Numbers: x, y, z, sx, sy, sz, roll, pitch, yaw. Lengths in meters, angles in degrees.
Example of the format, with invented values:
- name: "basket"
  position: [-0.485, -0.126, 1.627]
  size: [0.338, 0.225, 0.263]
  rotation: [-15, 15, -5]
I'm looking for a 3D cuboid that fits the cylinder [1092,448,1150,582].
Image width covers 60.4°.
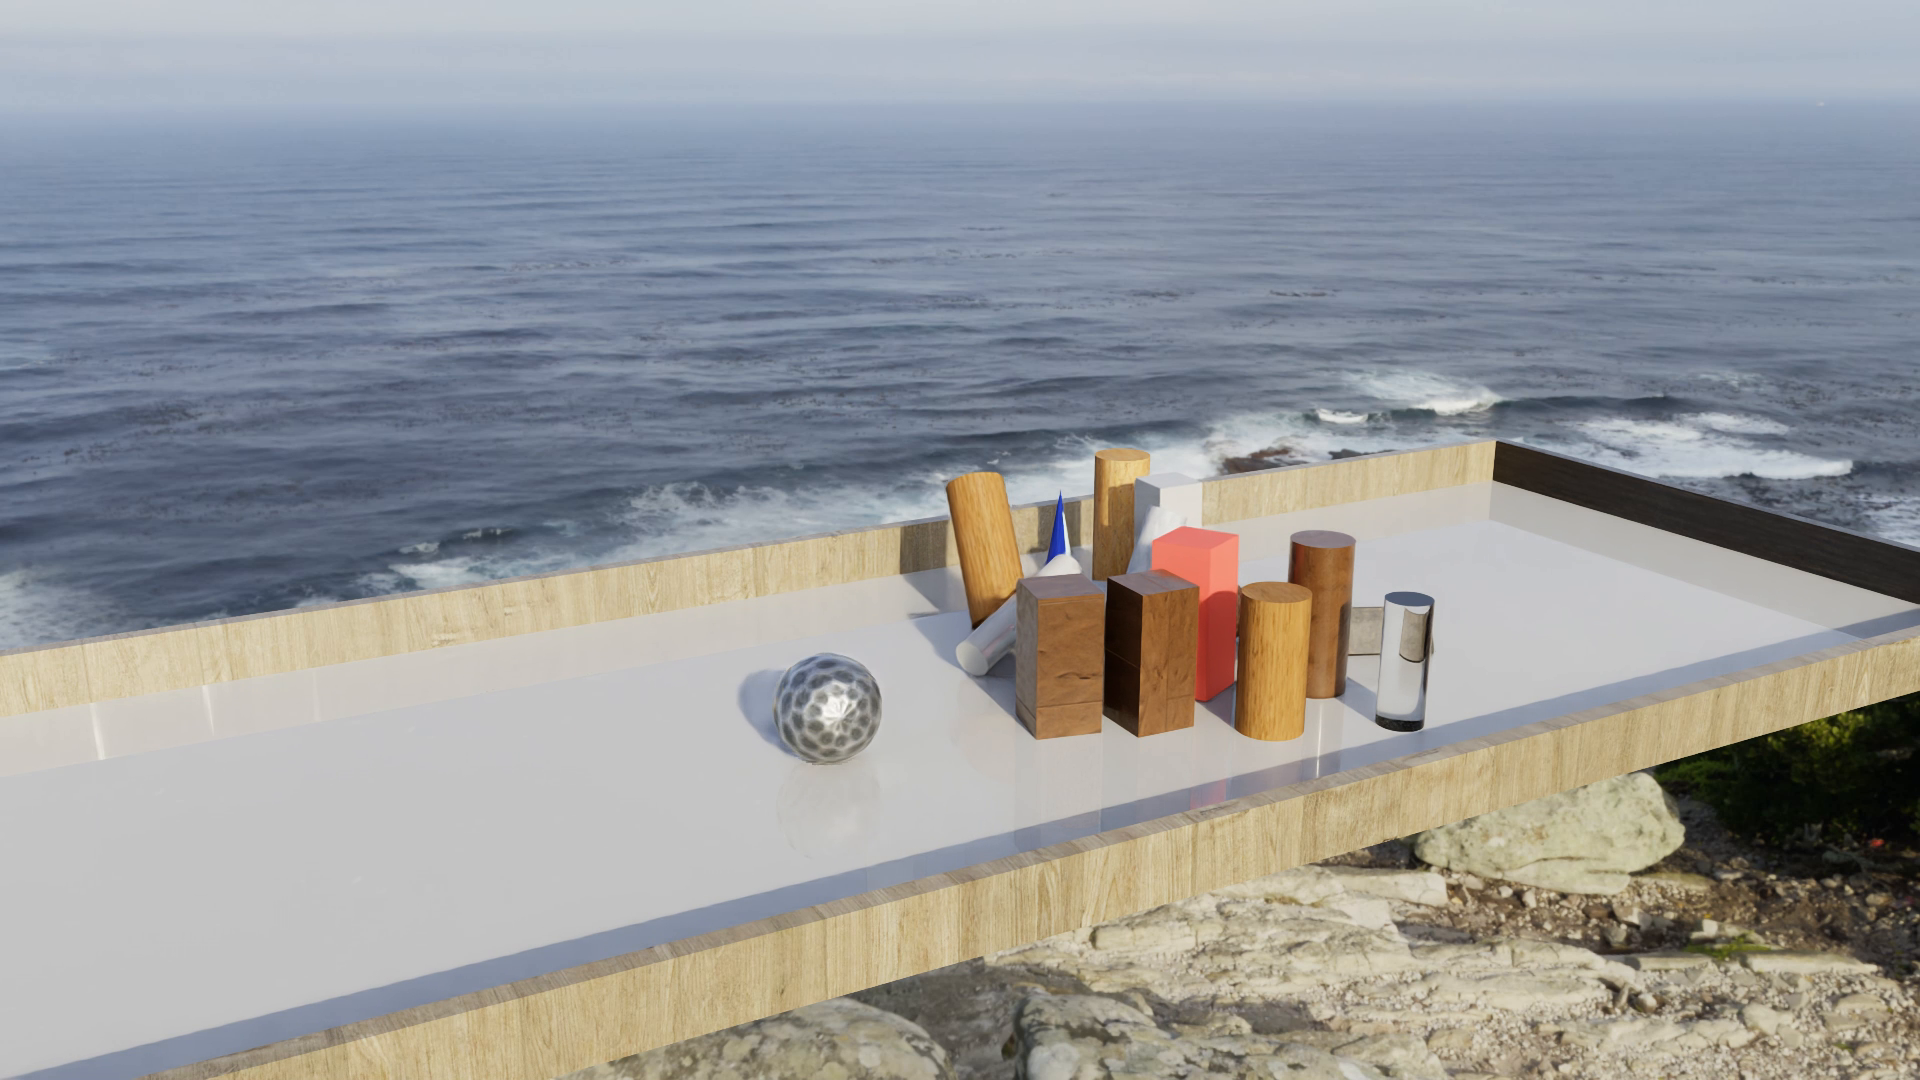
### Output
- name: "cylinder"
  position: [0.469, -0.052, 4.815]
  size: [0.159, 0.404, 0.159]
  rotation: [0, 16, 0]

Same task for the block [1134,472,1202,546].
- name: "block"
  position: [0.574, 0.023, 4.574]
  size: [0.133, 0.392, 0.133]
  rotation: [-9, 19, -23]

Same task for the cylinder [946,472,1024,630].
- name: "cylinder"
  position: [0.077, 0.033, 4.499]
  size: [0.163, 0.408, 0.163]
  rotation: [-10, -21, -4]

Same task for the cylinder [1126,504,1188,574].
- name: "cylinder"
  position: [0.500, 0.090, 4.398]
  size: [0.110, 0.352, 0.110]
  rotation: [18, 1, 0]

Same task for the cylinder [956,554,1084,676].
- name: "cylinder"
  position: [0.160, 0.191, 4.301]
  size: [0.100, 0.100, 0.443]
  rotation: [13, 38, 36]

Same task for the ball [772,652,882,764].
- name: "ball"
  position: [-0.293, 0.372, 3.656]
  size: [0.244, 0.244, 0.244]
  rotation: [0, 16, 0]

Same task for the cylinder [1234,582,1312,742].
- name: "cylinder"
  position: [0.723, 0.279, 3.812]
  size: [0.160, 0.334, 0.160]
  rotation: [0, 16, 0]

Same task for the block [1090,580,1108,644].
- name: "block"
  position: [0.322, 0.227, 4.379]
  size: [0.115, 0.115, 0.438]
  rotation: [5, 17, 16]

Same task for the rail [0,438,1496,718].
- name: "rail"
  position: [-3.305, 0.497, 3.399]
  size: [12.000, 0.150, 0.050]
  rotation: [-9, 18, -27]

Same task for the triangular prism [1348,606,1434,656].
- name: "triangular prism"
  position: [1.029, 0.230, 4.365]
  size: [0.425, 0.110, 0.127]
  rotation: [-1, 17, -4]

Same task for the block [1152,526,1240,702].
- name: "block"
  position: [0.576, 0.179, 4.057]
  size: [0.155, 0.385, 0.155]
  rotation: [10, 19, 33]

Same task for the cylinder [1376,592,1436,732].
- name: "cylinder"
  position: [1.037, 0.283, 3.845]
  size: [0.113, 0.308, 0.113]
  rotation: [0, 16, 0]

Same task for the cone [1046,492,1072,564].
- name: "cone"
  position: [0.279, 0.029, 4.632]
  size: [0.122, 0.352, 0.122]
  rotation: [0, 16, 0]

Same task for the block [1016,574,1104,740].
- name: "block"
  position: [0.230, 0.269, 3.836]
  size: [0.159, 0.340, 0.159]
  rotation: [-4, 17, -15]

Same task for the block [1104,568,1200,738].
- name: "block"
  position: [0.445, 0.262, 3.852]
  size: [0.153, 0.345, 0.153]
  rotation: [-8, 18, -25]

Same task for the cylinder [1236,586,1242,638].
- name: "cylinder"
  position: [0.584, 0.221, 4.325]
  size: [0.377, 0.157, 0.157]
  rotation: [-14, 21, -39]

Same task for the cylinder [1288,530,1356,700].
- name: "cylinder"
  position: [0.880, 0.182, 4.052]
  size: [0.157, 0.385, 0.157]
  rotation: [0, 16, 0]

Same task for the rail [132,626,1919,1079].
- name: "rail"
  position: [-2.336, 1.006, 1.665]
  size: [12.000, 0.150, 0.050]
  rotation: [-9, 18, -27]

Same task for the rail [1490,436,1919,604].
- name: "rail"
  position: [2.466, -0.048, 5.253]
  size: [0.050, 0.150, 2.100]
  rotation: [-9, 18, -27]
